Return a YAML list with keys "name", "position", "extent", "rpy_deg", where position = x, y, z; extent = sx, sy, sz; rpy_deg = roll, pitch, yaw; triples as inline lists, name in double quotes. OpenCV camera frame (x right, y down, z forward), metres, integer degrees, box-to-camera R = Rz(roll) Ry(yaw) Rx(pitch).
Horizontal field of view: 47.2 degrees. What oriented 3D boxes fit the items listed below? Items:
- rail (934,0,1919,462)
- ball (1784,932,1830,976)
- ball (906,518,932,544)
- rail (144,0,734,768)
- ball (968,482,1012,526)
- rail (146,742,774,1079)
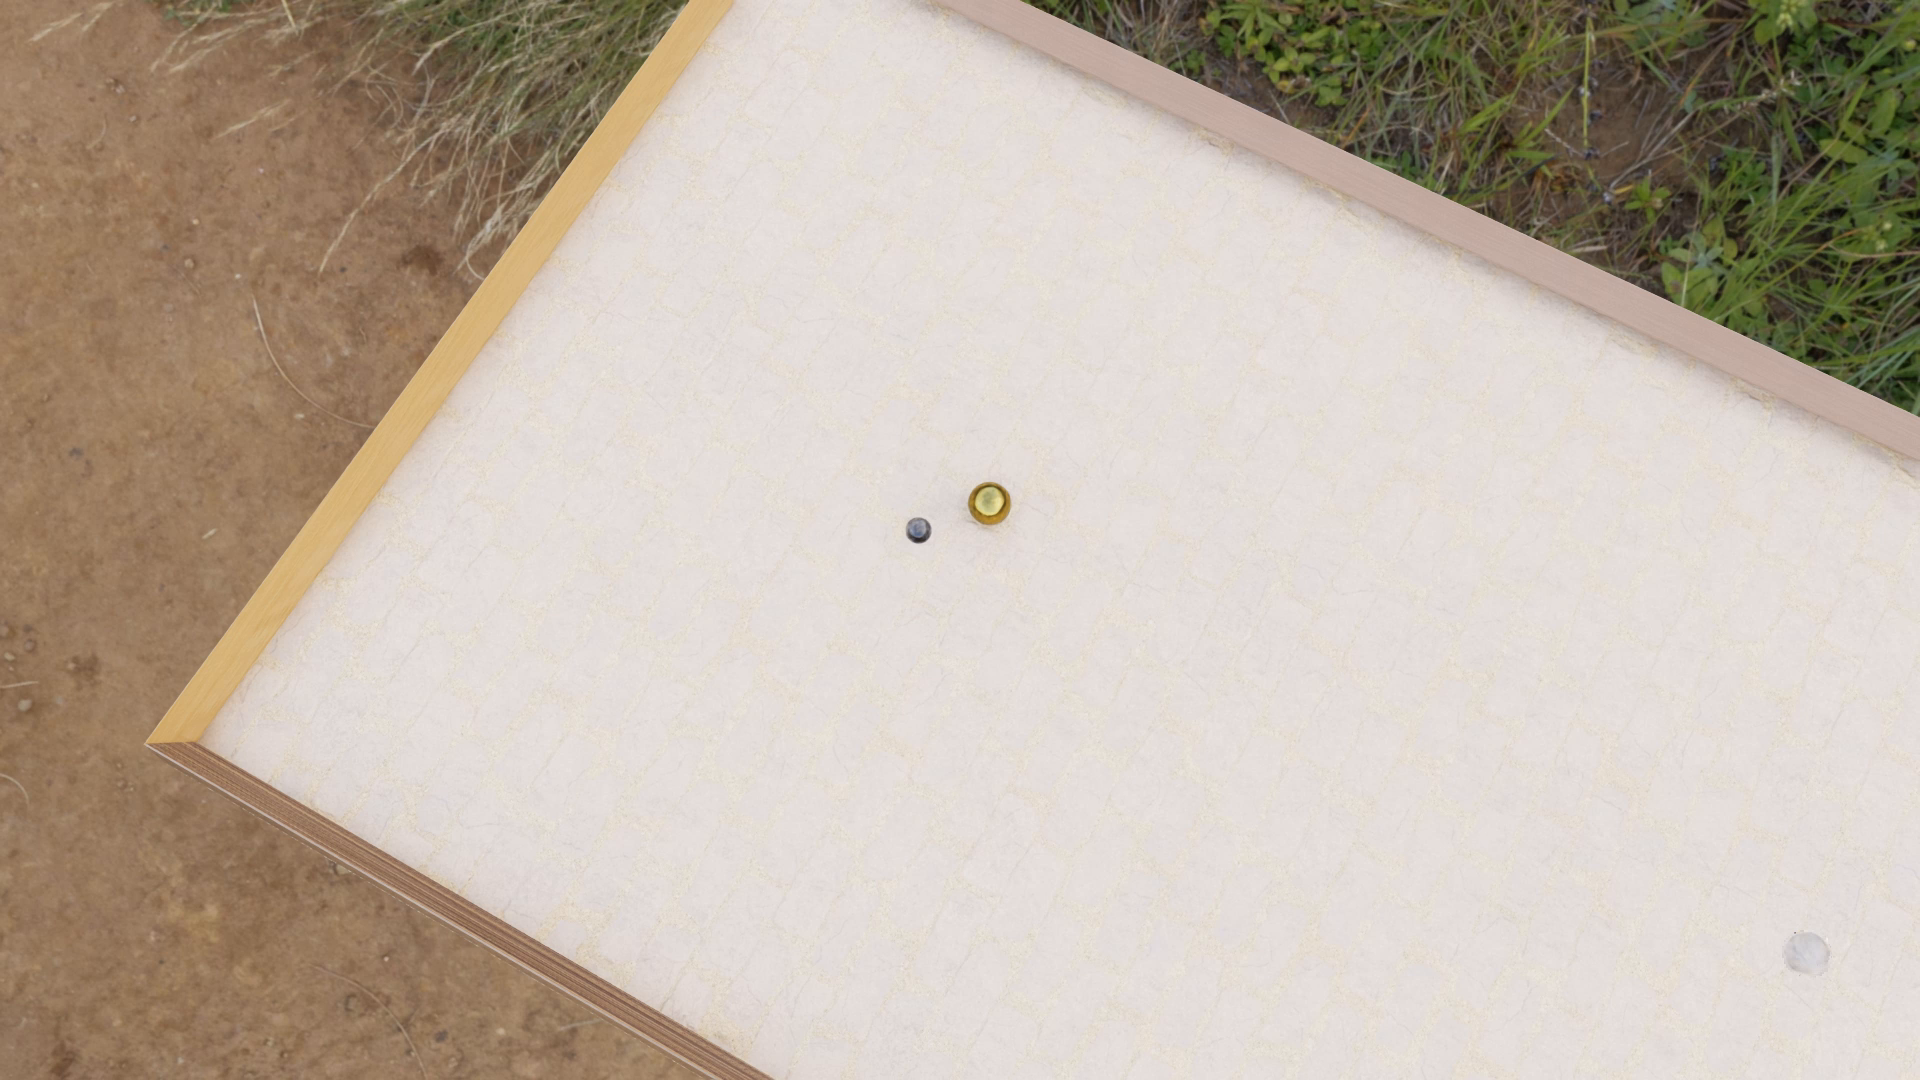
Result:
- name: "rail"
  position: [1.219, -0.320, 3.622]
  extent: [3.586, 0.092, 0.045]
  rpy_deg: [27, 70, 11]
- name: "ball"
  position: [1.252, 0.612, 3.251]
  extent: [0.064, 0.064, 0.064]
  rpy_deg: [0, 67, 0]
- name: "ball"
  position: [-0.066, -0.015, 3.522]
  extent: [0.043, 0.043, 0.043]
  rpy_deg: [0, 67, 0]
- name: "rail"
  position: [-0.761, -0.402, 3.656]
  extent: [0.045, 0.092, 1.832]
  rpy_deg: [27, 70, 11]
- name: "ball"
  position: [0.048, -0.059, 3.526]
  extent: [0.071, 0.071, 0.071]
  rpy_deg: [0, 67, 0]
- name: "rail"
  position: [0.344, 1.117, 3.025]
  extent: [3.586, 0.092, 0.045]
  rpy_deg: [27, 70, 11]
